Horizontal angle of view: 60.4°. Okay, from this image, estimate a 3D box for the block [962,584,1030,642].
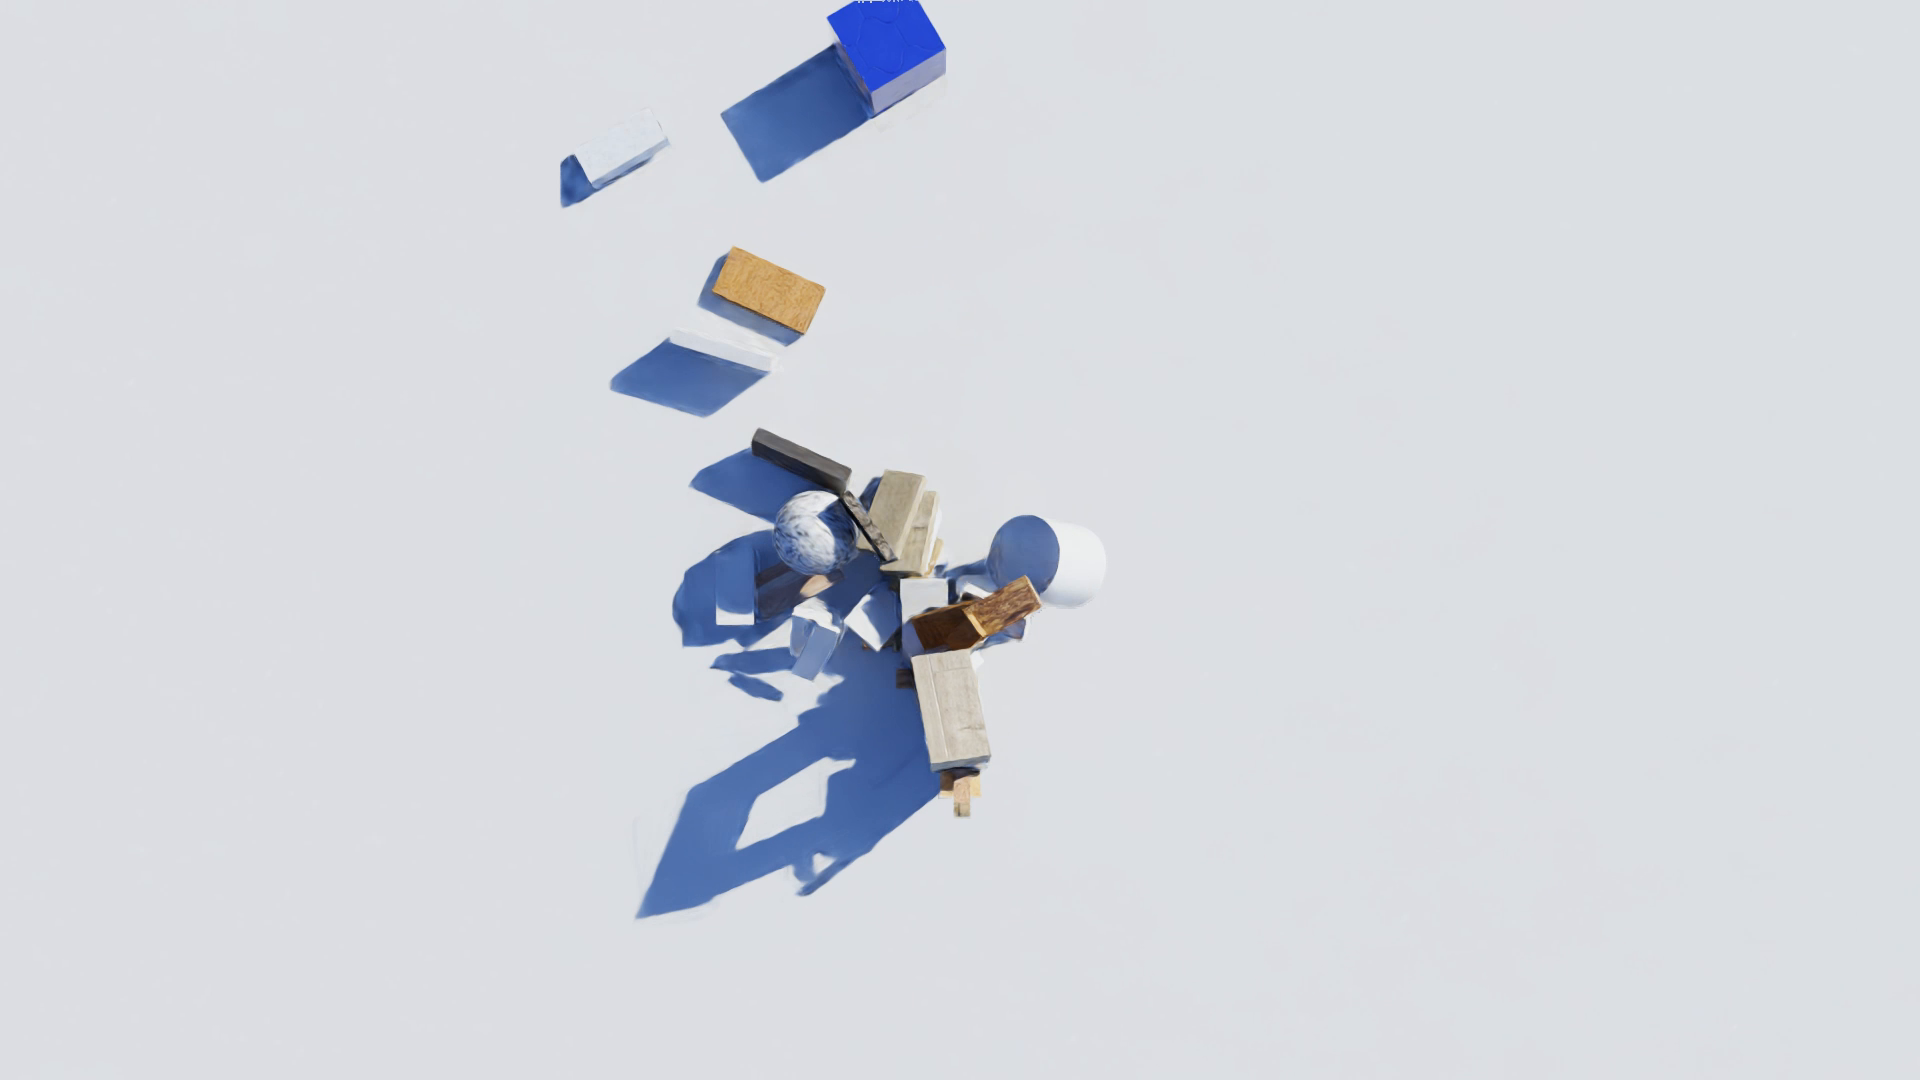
[{"bbox_3d":[0.111,0.230,5.233,0.225,0.112,0.032,25,48,14],"label":"block"}]

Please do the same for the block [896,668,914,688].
[{"bbox_3d":[-0.113,0.435,5.177,0.177,0.387,0.050,1,87,-2],"label":"block"}]

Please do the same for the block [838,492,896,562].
[{"bbox_3d":[-0.293,-0.042,5.190,0.035,0.123,0.247,-36,97,-9],"label":"block"}]

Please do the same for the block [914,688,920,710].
[{"bbox_3d":[-0.089,0.487,5.384,0.115,0.230,0.033,-6,118,-6],"label":"block"}]

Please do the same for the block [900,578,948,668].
[{"bbox_3d":[-0.114,0.276,5.359,0.149,0.042,0.299,-2,104,-2],"label":"block"}]

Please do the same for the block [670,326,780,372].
[{"bbox_3d":[-0.770,-0.627,5.413,0.335,0.167,0.047,17,100,0],"label":"block"}]

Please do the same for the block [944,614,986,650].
[{"bbox_3d":[0.017,0.301,5.142,0.022,0.157,0.078,-26,76,-40],"label":"block"}]

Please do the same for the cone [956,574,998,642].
[{"bbox_3d":[0.070,0.275,5.447,0.235,0.235,0.235,16,117,0],"label":"cone"}]

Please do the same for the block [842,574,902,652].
[{"bbox_3d":[-0.232,0.209,5.438,0.149,0.042,0.299,41,75,2],"label":"block"}]

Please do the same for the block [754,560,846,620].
[{"bbox_3d":[-0.547,0.132,5.479,0.299,0.042,0.149,-28,90,0],"label":"block"}]

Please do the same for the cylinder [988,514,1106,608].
[{"bbox_3d":[0.282,0.069,5.305,0.272,0.272,0.272,-6,80,36],"label":"cylinder"}]

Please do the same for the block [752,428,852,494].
[{"bbox_3d":[-0.519,-0.256,5.413,0.335,0.167,0.047,24,74,0],"label":"block"}]

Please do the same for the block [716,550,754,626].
[{"bbox_3d":[-0.740,0.156,5.432,0.123,0.035,0.247,-1,87,-6],"label":"block"}]

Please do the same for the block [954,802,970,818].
[{"bbox_3d":[0.006,0.808,5.304,0.051,0.399,0.015,-1,103,0],"label":"block"}]

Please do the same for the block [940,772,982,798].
[{"bbox_3d":[0.000,0.685,5.232,0.130,0.037,0.259,-1,86,0],"label":"block"}]

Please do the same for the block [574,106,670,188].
[{"bbox_3d":[-1.120,-1.300,5.457,0.291,0.041,0.145,-30,71,0],"label":"block"}]

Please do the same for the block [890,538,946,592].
[{"bbox_3d":[-0.141,0.080,5.420,0.104,0.030,0.209,17,73,25],"label":"block"}]

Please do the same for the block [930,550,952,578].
[{"bbox_3d":[-0.079,0.091,5.432,0.061,0.017,0.122,25,75,9],"label":"block"}]

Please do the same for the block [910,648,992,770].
[{"bbox_3d":[-0.029,0.501,4.893,0.177,0.050,0.355,-8,58,-8],"label":"block"}]

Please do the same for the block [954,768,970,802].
[{"bbox_3d":[0.007,0.760,5.114,0.051,0.015,0.103,-1,96,0],"label":"block"}]

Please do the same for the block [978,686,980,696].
[{"bbox_3d":[0.001,0.568,5.378,0.130,0.259,0.037,-1,119,0],"label":"block"}]

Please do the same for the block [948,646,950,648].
[{"bbox_3d":[-0.020,0.345,5.424,0.107,0.015,0.054,5,82,-11],"label":"block"}]

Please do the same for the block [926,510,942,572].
[{"bbox_3d":[-0.135,-0.003,5.420,0.104,0.030,0.209,5,67,24],"label":"block"}]

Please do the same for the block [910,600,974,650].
[{"bbox_3d":[-0.037,0.271,5.272,0.225,0.032,0.113,-17,106,29],"label":"block"}]

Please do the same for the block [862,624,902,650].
[{"bbox_3d":[-0.216,0.296,5.484,0.230,0.033,0.115,-7,90,0],"label":"block"}]

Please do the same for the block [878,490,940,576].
[{"bbox_3d":[-0.164,-0.025,5.400,0.145,0.041,0.291,2,66,22],"label":"block"}]

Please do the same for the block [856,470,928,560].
[{"bbox_3d":[-0.223,-0.086,5.403,0.145,0.041,0.291,10,69,26],"label":"block"}]

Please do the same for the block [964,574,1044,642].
[{"bbox_3d":[0.134,0.211,5.127,0.225,0.032,0.112,-30,88,14],"label":"block"}]

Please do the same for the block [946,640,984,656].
[{"bbox_3d":[0.013,0.346,5.292,0.078,0.157,0.022,-1,69,-20],"label":"block"}]

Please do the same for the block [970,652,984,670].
[{"bbox_3d":[-0.024,0.354,5.457,0.104,0.030,0.209,-38,91,-26],"label":"block"}]

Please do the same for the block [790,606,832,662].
[{"bbox_3d":[-0.489,0.310,5.390,0.123,0.247,0.035,12,54,0],"label":"block"}]

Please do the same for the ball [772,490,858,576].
[{"bbox_3d":[-0.465,-0.023,5.305,0.273,0.273,0.273,0,90,0],"label":"ball"}]

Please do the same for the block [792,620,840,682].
[{"bbox_3d":[-0.467,0.361,5.343,0.078,0.022,0.235,23,126,-10],"label":"block"}]

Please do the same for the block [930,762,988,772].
[{"bbox_3d":[-0.005,0.661,5.036,0.177,0.355,0.050,0,75,0],"label":"block"}]

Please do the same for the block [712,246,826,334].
[{"bbox_3d":[-0.633,-0.829,5.476,0.335,0.047,0.167,25,90,0],"label":"block"}]

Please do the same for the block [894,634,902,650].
[{"bbox_3d":[-0.165,0.331,5.442,0.107,0.015,0.054,-6,88,-19],"label":"block"}]

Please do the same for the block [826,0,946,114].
[{"bbox_3d":[-0.234,-1.606,5.361,0.278,0.278,0.278,-31,90,0],"label":"block"}]
